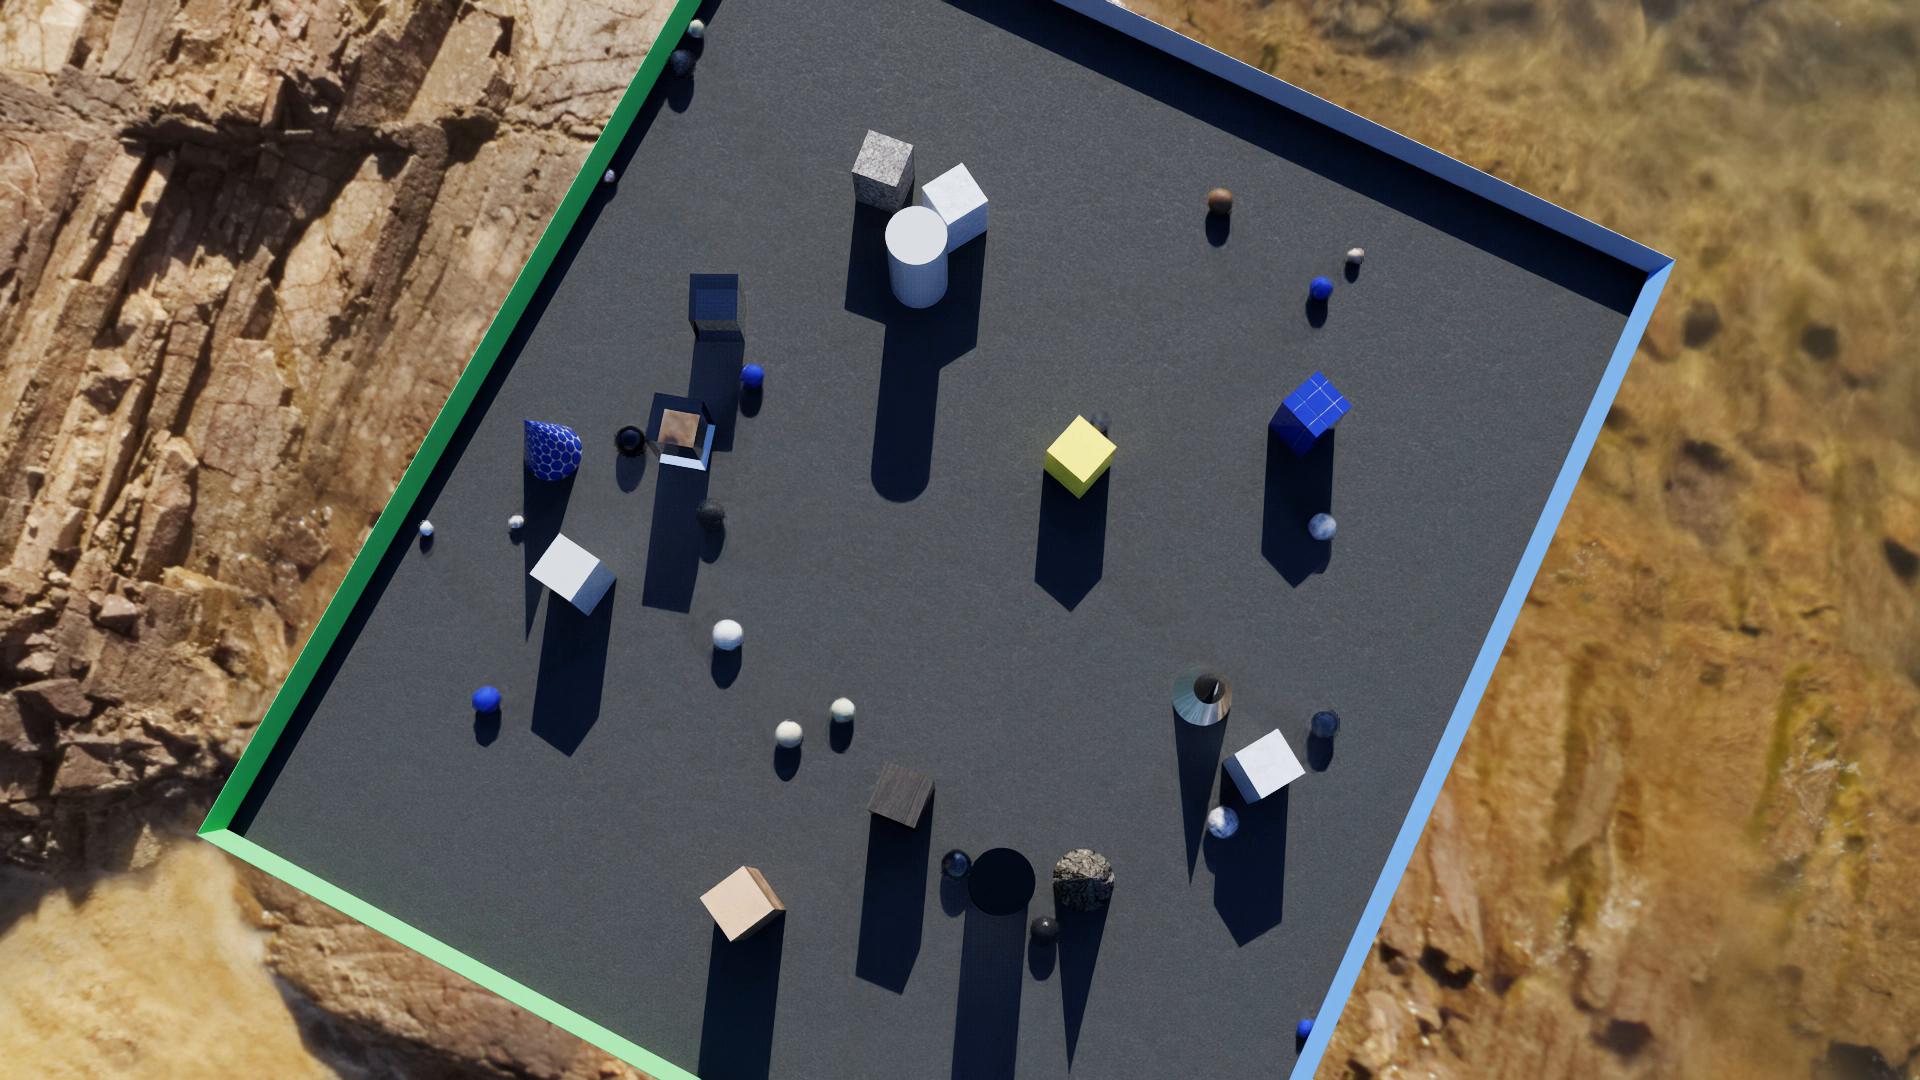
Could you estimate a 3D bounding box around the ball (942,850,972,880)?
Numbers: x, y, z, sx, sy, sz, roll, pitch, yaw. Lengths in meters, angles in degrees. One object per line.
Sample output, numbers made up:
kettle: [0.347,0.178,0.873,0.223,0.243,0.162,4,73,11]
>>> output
ball: [-0.010,0.954,5.374,0.089,0.089,0.089,0,78,0]

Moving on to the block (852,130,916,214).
block: [-0.238,-1.148,5.737,0.146,0.229,0.146,20,79,4]

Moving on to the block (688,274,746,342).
block: [-0.746,-0.714,5.651,0.146,0.221,0.146,0,78,0]

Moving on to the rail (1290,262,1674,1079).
rail: [1.400,0.692,5.412,0.045,0.119,3.557,26,80,5]

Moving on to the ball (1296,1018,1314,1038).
ball: [1.000,1.411,5.298,0.052,0.052,0.052,0,78,0]

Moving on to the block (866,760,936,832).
block: [-0.169,0.747,5.313,0.146,0.292,0.146,21,79,4]

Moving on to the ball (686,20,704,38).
ball: [-0.855,-1.653,5.928,0.060,0.060,0.060,0,78,0]

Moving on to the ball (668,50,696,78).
ball: [-0.895,-1.528,5.888,0.086,0.086,0.086,0,78,0]

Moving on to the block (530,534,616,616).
block: [-1.149,0.106,5.458,0.146,0.268,0.146,33,80,6]

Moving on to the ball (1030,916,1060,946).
ball: [0.247,1.138,5.338,0.085,0.085,0.085,0,78,0]

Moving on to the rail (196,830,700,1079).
rail: [-0.785,1.543,5.236,3.178,0.119,0.045,26,80,5]

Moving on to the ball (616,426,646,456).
ball: [-1.013,-0.306,5.634,0.090,0.090,0.090,0,78,0]

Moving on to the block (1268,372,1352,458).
block: [1.060,-0.378,5.564,0.146,0.256,0.146,-41,81,-8]

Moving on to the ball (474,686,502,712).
ball: [-1.413,0.477,5.477,0.079,0.079,0.079,0,78,0]

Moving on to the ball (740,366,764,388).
ball: [-0.645,-0.506,5.684,0.072,0.072,0.072,0,78,0]

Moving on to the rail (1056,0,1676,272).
rail: [0.785,-1.531,5.871,3.178,0.119,0.045,26,80,5]

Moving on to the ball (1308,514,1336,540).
ball: [1.102,-0.041,5.583,0.082,0.082,0.082,0,78,0]

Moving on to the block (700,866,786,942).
block: [-0.613,1.036,5.217,0.146,0.362,0.146,-36,81,-7]

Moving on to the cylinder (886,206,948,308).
cylinder: [-0.129,-0.858,5.594,0.183,0.392,0.183,0,78,0]

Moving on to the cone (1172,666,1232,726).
cone: [0.729,0.432,5.345,0.183,0.357,0.183,0,78,0]

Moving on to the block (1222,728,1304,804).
block: [0.882,0.663,5.346,0.146,0.261,0.146,-30,80,-6]

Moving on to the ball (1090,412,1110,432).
ball: [0.432,-0.366,5.661,0.060,0.060,0.060,0,78,0]

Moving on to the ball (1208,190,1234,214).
ball: [0.824,-1.069,5.797,0.080,0.080,0.080,0,78,0]

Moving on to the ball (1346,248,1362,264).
ball: [1.243,-0.895,5.777,0.048,0.048,0.048,0,78,0]

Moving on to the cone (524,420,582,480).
cone: [-1.261,-0.310,5.488,0.183,0.378,0.183,0,78,0]

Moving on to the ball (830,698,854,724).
ball: [-0.352,0.510,5.474,0.073,0.073,0.073,0,78,0]

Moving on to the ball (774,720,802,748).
ball: [-0.511,0.578,5.456,0.080,0.080,0.080,0,78,0]

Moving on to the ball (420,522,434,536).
ball: [-1.631,-0.034,5.602,0.042,0.042,0.042,0,78,0]

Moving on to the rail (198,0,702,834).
rail: [-1.400,-0.679,5.695,0.045,0.119,3.557,26,80,5]

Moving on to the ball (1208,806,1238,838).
ball: [0.775,0.831,5.398,0.091,0.091,0.091,0,78,0]

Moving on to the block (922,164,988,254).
block: [-0.015,-1.031,5.706,0.146,0.242,0.146,-32,80,-6]

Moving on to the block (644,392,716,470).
block: [-0.844,-0.326,5.541,0.146,0.280,0.146,10,79,2]

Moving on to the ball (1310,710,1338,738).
ball: [1.085,0.549,5.461,0.081,0.081,0.081,0,78,0]

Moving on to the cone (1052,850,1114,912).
cone: [0.364,0.970,5.238,0.183,0.348,0.183,0,78,0]

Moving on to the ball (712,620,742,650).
ball: [-0.700,0.285,5.511,0.091,0.091,0.091,0,78,0]

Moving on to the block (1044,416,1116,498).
block: [0.362,-0.249,5.555,0.146,0.222,0.146,41,81,8]

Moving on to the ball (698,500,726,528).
ball: [-0.757,-0.078,5.590,0.084,0.084,0.084,0,78,0]

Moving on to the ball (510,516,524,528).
ball: [-1.355,-0.056,5.606,0.042,0.042,0.042,0,78,0]

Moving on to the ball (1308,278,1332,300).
ball: [1.128,-0.788,5.744,0.070,0.070,0.070,0,78,0]

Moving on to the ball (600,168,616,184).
ball: [-1.119,-1.158,5.831,0.049,0.049,0.049,0,78,0]

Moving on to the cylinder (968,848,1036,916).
cylinder: [0.114,0.972,5.193,0.183,0.436,0.183,0,78,0]
